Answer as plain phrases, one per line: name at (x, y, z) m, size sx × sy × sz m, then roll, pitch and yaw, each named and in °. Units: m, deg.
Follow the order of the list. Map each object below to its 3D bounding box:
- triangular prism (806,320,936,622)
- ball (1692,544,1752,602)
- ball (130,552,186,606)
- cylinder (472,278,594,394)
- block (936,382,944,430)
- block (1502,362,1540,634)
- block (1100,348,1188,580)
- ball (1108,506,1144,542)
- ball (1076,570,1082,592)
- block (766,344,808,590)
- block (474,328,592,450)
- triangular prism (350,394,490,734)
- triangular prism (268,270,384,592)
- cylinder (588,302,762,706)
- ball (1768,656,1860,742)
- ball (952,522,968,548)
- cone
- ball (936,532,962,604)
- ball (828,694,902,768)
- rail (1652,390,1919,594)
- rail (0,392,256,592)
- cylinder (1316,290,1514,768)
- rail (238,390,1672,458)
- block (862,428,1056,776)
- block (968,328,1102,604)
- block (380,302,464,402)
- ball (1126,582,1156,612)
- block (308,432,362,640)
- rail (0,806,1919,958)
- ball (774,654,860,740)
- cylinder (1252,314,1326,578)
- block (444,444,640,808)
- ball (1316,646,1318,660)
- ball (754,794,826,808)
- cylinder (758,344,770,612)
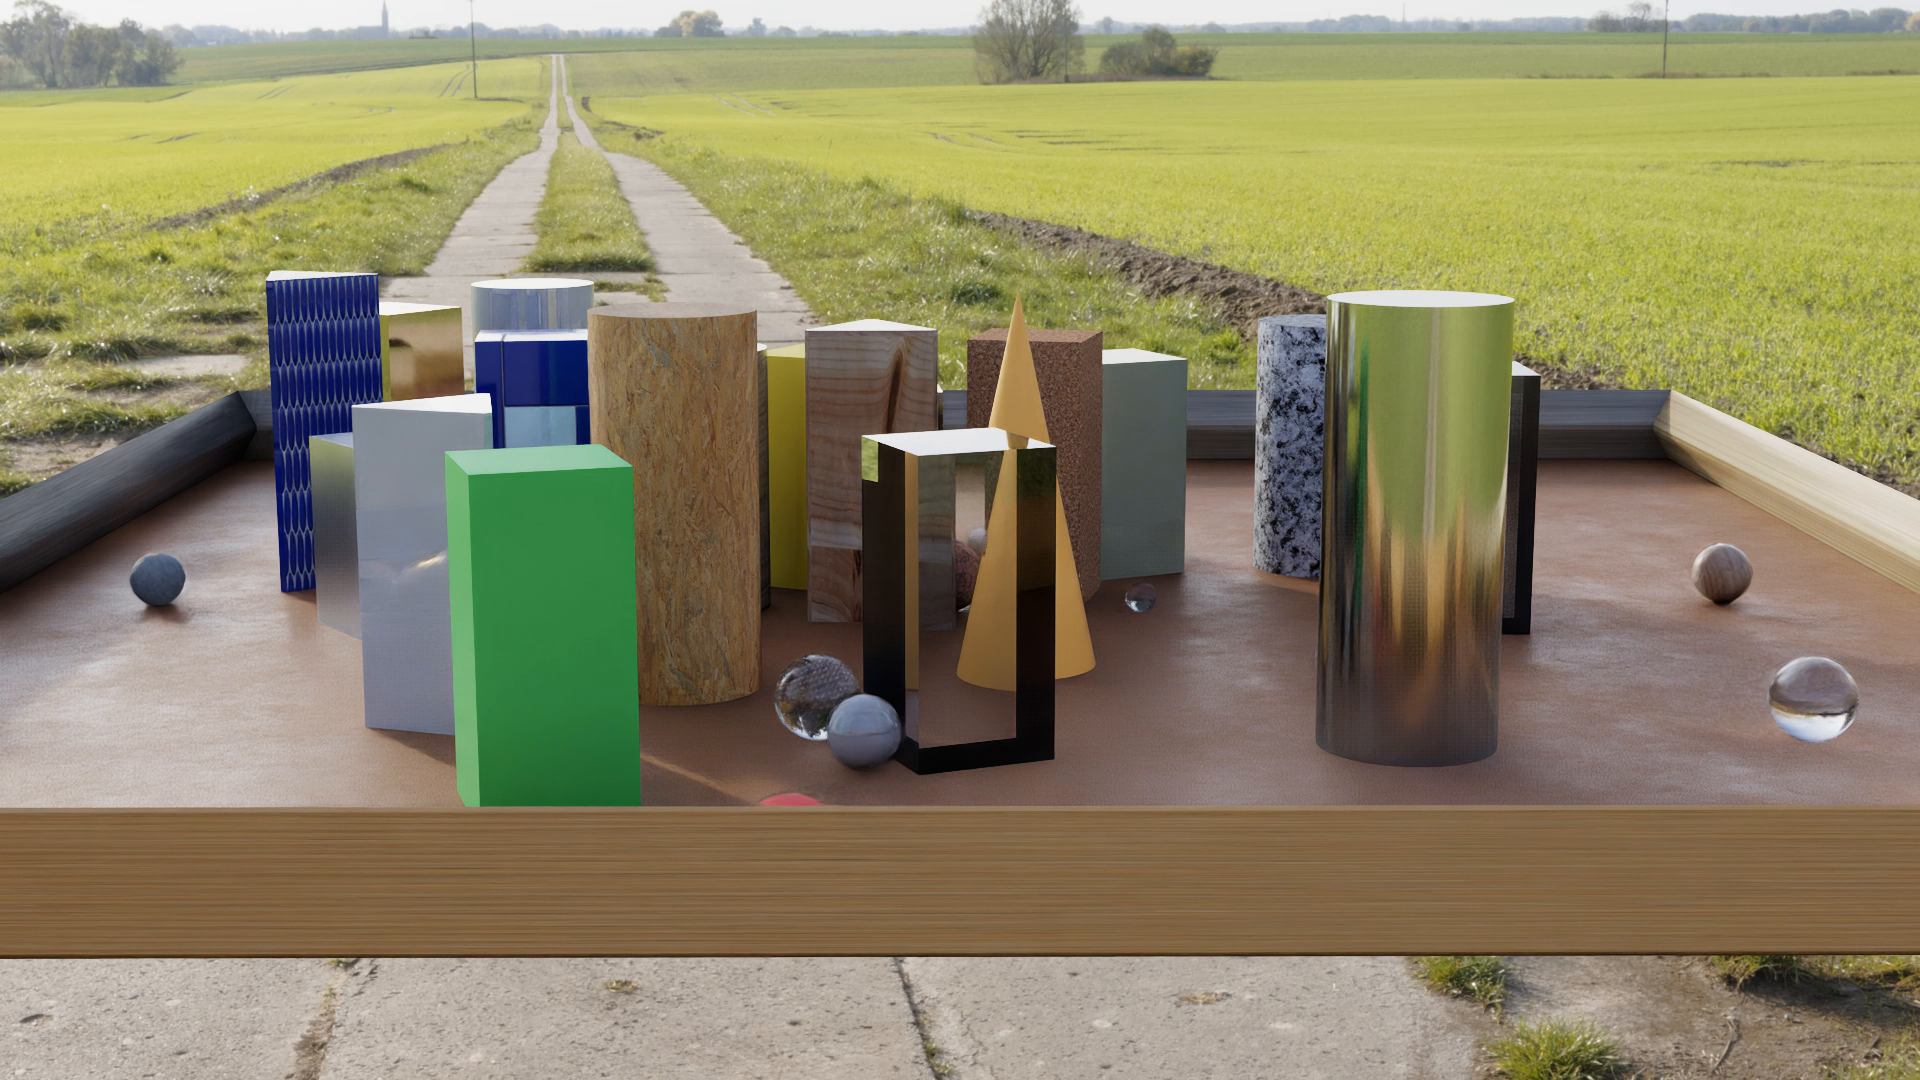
triangular prism at (-0.118, -0.096, 3.435) m, size 0.169 × 0.386 × 0.146 m, roll 0°, pitch 11°, yaw -2°
ball at (1.043, 0.046, 3.511) m, size 0.081 × 0.081 × 0.081 m, roll 0°, pitch 11°, yaw 0°
ball at (-1.094, 0.053, 3.496) m, size 0.072 × 0.072 × 0.072 m, roll 0°, pitch 11°, yaw 0°
cylinder at (-0.685, -0.224, 4.145) m, size 0.195 × 0.380 × 0.195 m, roll 0°, pitch 11°, yaw 0°
block at (-0.110, -0.117, 3.948) m, size 0.156 × 0.241 × 0.156 m, roll -1°, pitch 11°, yaw -5°
block at (0.660, -0.058, 3.365) m, size 0.156 × 0.337 × 0.156 m, roll 0°, pitch 11°, yaw 1°
block at (0.222, -0.113, 3.734) m, size 0.156 × 0.310 × 0.156 m, roll -5°, pitch 12°, yaw -25°
ball at (0.256, -0.025, 3.957) m, size 0.057 × 0.057 × 0.057 m, roll 0°, pitch 11°, yaw 0°
ball at (0.125, 0.062, 3.432) m, size 0.076 × 0.076 × 0.076 m, roll 0°, pitch 11°, yaw 0°
block at (-0.193, -0.104, 3.644) m, size 0.156 × 0.327 × 0.156 m, roll 5°, pitch 12°, yaw 26°
block at (-0.612, -0.125, 3.708) m, size 0.156 × 0.344 × 0.156 m, roll -1°, pitch 11°, yaw -7°
triangular prism at (-0.560, 0.023, 2.869) m, size 0.169 × 0.359 × 0.146 m, roll 4°, pitch 11°, yaw 19°
triangular prism at (-0.931, -0.161, 3.653) m, size 0.169 × 0.435 × 0.146 m, roll -9°, pitch 14°, yaw -41°
cylinder at (-0.333, -0.047, 3.005) m, size 0.195 × 0.446 × 0.195 m, roll 0°, pitch 11°, yaw 0°
ball at (0.927, 0.173, 2.786) m, size 0.094 × 0.094 × 0.094 m, roll 0°, pitch 11°, yaw 0°
ball at (0.009, -0.007, 3.903) m, size 0.041 × 0.041 × 0.041 m, roll 0°, pitch 11°, yaw 0°
cone at (0.070, -0.075, 3.121) m, size 0.195 × 0.460 × 0.195 m, roll 0°, pitch 11°, yaw 0°
ball at (-0.040, 0.038, 3.505) m, size 0.097 × 0.097 × 0.097 m, roll 0°, pitch 11°, yaw 0°
ball at (-0.099, 0.200, 2.687) m, size 0.078 × 0.078 × 0.078 m, roll 0°, pitch 11°, yaw 0°
rail at (1.313, 0.031, 3.456) m, size 0.045 × 0.127 × 2.727 m, roll 0°, pitch 11°, yaw 0°
rail at (-1.313, 0.034, 3.442) m, size 0.045 × 0.127 × 2.727 m, roll 0°, pitch 11°, yaw 0°
cylinder at (0.484, -0.017, 2.743) m, size 0.195 × 0.483 × 0.195 m, roll 0°, pitch 11°, yaw 0°
rail at (-0.008, -0.212, 4.766) m, size 2.674 × 0.127 × 0.045 m, roll 0°, pitch 11°, yaw 0°
block at (-0.002, 0.061, 2.731) m, size 0.156 × 0.335 × 0.156 m, roll -5°, pitch 11°, yaw -23°
block at (0.104, -0.101, 3.530) m, size 0.156 × 0.362 × 0.156 m, roll 3°, pitch 11°, yaw 13°
block at (-0.869, -0.175, 3.930) m, size 0.156 × 0.361 × 0.156 m, roll 7°, pitch 12°, yaw 32°
ball at (0.244, 0.076, 3.454) m, size 0.040 × 0.040 × 0.040 m, roll 0°, pitch 11°, yaw 0°
block at (-0.740, -0.011, 3.353) m, size 0.156 × 0.249 × 0.156 m, roll -8°, pitch 13°, yaw -37°
rail at (0.008, 0.277, 2.132) m, size 2.674 × 0.127 × 0.045 m, roll 0°, pitch 11°, yaw 0°
ball at (-0.155, 0.171, 2.796) m, size 0.094 × 0.094 × 0.094 m, roll 0°, pitch 11°, yaw 0°
cylinder at (0.529, -0.140, 3.745) m, size 0.195 × 0.360 × 0.195 m, roll 0°, pitch 11°, yaw 0°
block at (-0.411, 0.092, 2.524) m, size 0.156 × 0.349 × 0.156 m, roll -4°, pitch 11°, yaw -19°
ball at (0.454, 0.138, 3.106) m, size 0.047 × 0.047 × 0.047 m, roll 0°, pitch 11°, yaw 0°
ball at (-0.150, 0.271, 2.258) m, size 0.095 × 0.095 × 0.095 m, roll 0°, pitch 11°, yaw 0°
cylinder at (-0.355, -0.084, 3.464) m, size 0.195 × 0.353 × 0.195 m, roll 0°, pitch 11°, yaw 0°
